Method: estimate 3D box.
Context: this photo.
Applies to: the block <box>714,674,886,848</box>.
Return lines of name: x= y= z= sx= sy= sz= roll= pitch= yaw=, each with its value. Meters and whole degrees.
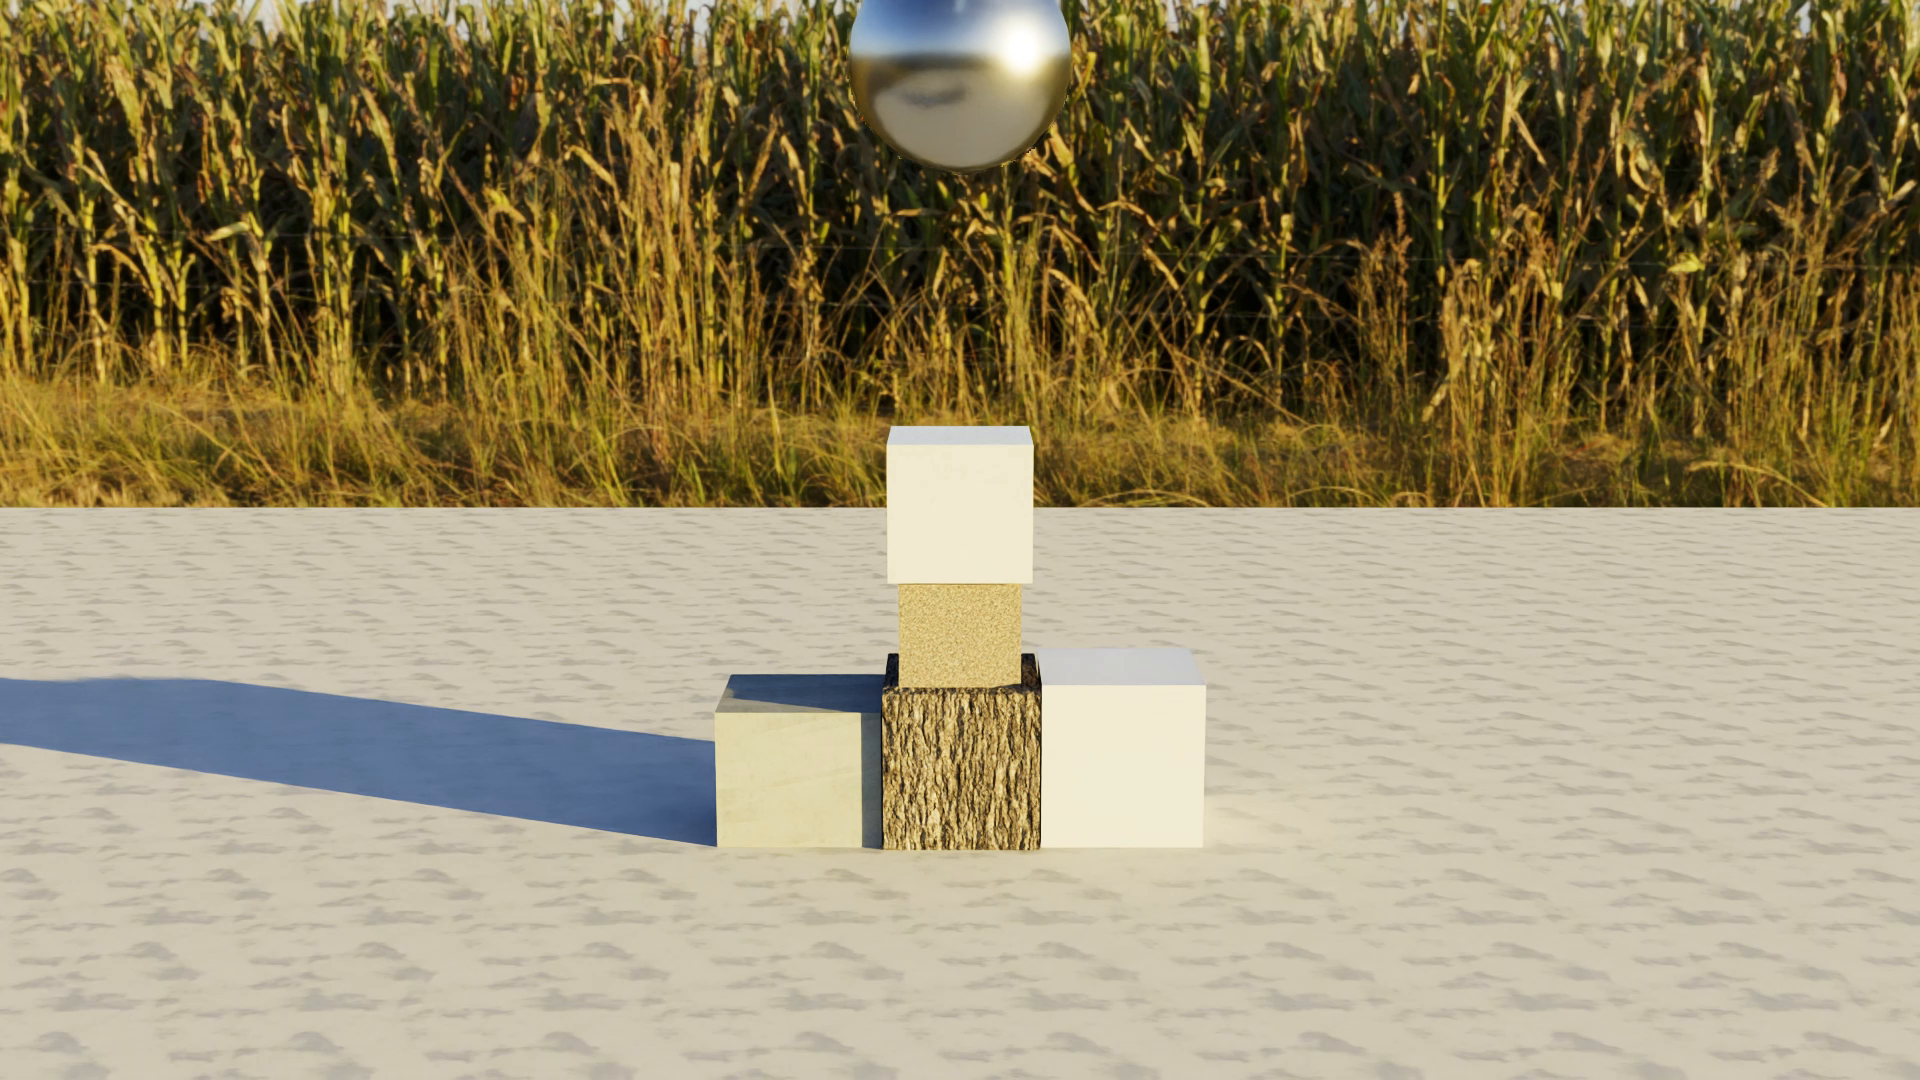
block: x=-0.807 y=1.131 z=11.401 sx=0.827 sy=0.696 sz=0.809 roll=0 pitch=10 yaw=0

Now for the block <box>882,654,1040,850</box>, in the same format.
block: x=0.007 y=1.080 z=11.385 sx=0.782 sy=0.803 sz=0.893 roll=0 pitch=10 yaw=0

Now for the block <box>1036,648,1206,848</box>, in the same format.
block: x=0.814 y=1.062 z=11.384 sx=0.813 sy=0.838 sz=0.808 roll=0 pitch=10 yaw=0

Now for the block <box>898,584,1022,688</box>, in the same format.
block: x=0.000 y=0.421 z=11.241 sx=0.610 sy=0.545 sz=0.546 roll=0 pitch=10 yaw=0

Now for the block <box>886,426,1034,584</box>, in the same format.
block: x=0.000 y=-0.189 z=11.151 sx=0.716 sy=0.688 sz=0.718 roll=0 pitch=10 yaw=0

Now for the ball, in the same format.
ball: x=0.000 y=-3.440 z=15.743 sx=1.600 sy=1.600 sz=1.600 roll=0 pitch=10 yaw=0
